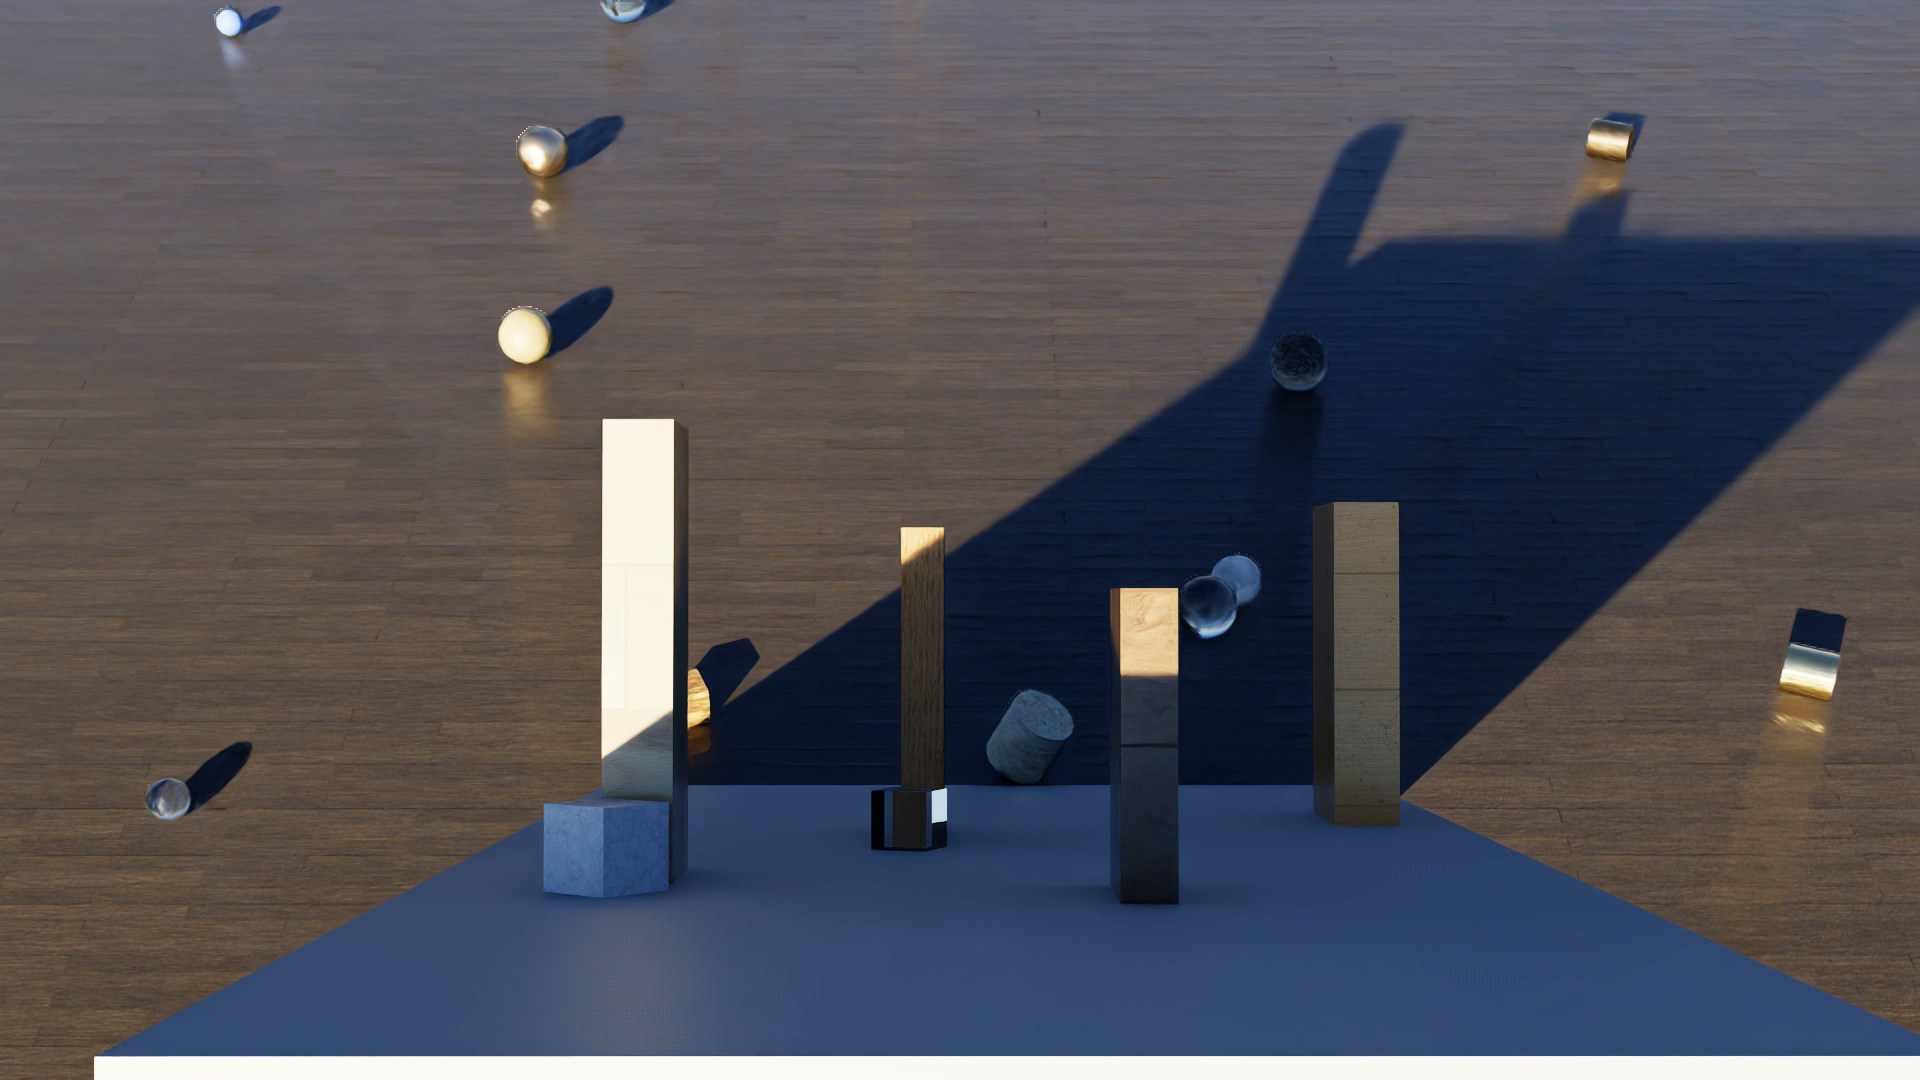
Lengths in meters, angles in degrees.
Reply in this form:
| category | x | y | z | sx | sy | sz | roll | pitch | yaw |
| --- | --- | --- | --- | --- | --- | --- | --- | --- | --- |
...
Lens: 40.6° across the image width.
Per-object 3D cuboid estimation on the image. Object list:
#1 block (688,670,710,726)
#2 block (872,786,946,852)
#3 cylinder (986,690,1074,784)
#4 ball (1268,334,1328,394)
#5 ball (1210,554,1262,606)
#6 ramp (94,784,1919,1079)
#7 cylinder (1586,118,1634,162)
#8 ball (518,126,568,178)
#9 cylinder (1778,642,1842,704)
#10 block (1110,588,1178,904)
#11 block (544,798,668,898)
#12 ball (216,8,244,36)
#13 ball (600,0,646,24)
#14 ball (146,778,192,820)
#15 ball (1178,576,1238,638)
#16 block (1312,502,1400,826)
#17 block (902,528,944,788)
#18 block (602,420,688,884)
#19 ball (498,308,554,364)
| category | x | y | z | sx | sy | sz | roll | pitch | yaw |
| --- | --- | --- | --- | --- | --- | --- | --- | --- | --- |
| block | -0.756 | 0.438 | 7.130 | 0.107 | 0.107 | 0.107 | -13 | 36 | -18 |
| block | -0.099 | 0.545 | 5.075 | 0.114 | 0.114 | 0.114 | 0 | -1 | 20 |
| cylinder | 0.184 | 0.522 | 6.863 | 0.175 | 0.175 | 0.175 | 19 | 36 | -15 |
| ball | 1.122 | -0.586 | 8.595 | 0.198 | 0.198 | 0.198 | 0 | 33 | 0 |
| ball | 0.806 | 0.119 | 7.572 | 0.152 | 0.152 | 0.152 | 0 | 33 | 0 |
| ramp | 0.074 | 0.646 | 4.772 | 2.000 | 0.100 | 4.000 | 0 | -1 | 0 |
| cylinder | 2.534 | -1.555 | 10.100 | 0.150 | 0.150 | 0.150 | 13 | 36 | 20 |
| ball | -1.601 | -1.490 | 9.965 | 0.195 | 0.195 | 0.195 | 0 | 33 | 0 |
| cylinder | 2.361 | 0.369 | 7.207 | 0.138 | 0.138 | 0.138 | 17 | 37 | 19 |
| block | 0.303 | 0.333 | 4.297 | 0.092 | 0.505 | 0.290 | 0 | -1 | 0 |
| block | -0.592 | 0.513 | 4.340 | 0.147 | 0.147 | 0.147 | -1 | -2 | 40 |
| ball | -3.136 | -2.224 | 11.146 | 0.115 | 0.115 | 0.115 | 0 | 33 | 0 |
| ball | -1.460 | -2.341 | 11.251 | 0.195 | 0.195 | 0.195 | 0 | 33 | 0 |
| ball | -2.063 | 0.676 | 6.765 | 0.113 | 0.113 | 0.113 | 0 | 33 | 0 |
| ball | 0.706 | 0.191 | 7.436 | 0.181 | 0.181 | 0.181 | 0 | 33 | 0 |
| block | 0.875 | 0.269 | 5.749 | 0.140 | 0.695 | 0.331 | 0 | -1 | 0 |
| block | -0.074 | 0.293 | 5.287 | 0.084 | 0.629 | 0.280 | 0 | -1 | 0 |
| block | -0.553 | 0.193 | 4.575 | 0.121 | 0.797 | 0.249 | 0 | -1 | 0 |
| ball | -1.466 | -0.689 | 8.763 | 0.185 | 0.185 | 0.185 | 0 | 33 | 0 |
